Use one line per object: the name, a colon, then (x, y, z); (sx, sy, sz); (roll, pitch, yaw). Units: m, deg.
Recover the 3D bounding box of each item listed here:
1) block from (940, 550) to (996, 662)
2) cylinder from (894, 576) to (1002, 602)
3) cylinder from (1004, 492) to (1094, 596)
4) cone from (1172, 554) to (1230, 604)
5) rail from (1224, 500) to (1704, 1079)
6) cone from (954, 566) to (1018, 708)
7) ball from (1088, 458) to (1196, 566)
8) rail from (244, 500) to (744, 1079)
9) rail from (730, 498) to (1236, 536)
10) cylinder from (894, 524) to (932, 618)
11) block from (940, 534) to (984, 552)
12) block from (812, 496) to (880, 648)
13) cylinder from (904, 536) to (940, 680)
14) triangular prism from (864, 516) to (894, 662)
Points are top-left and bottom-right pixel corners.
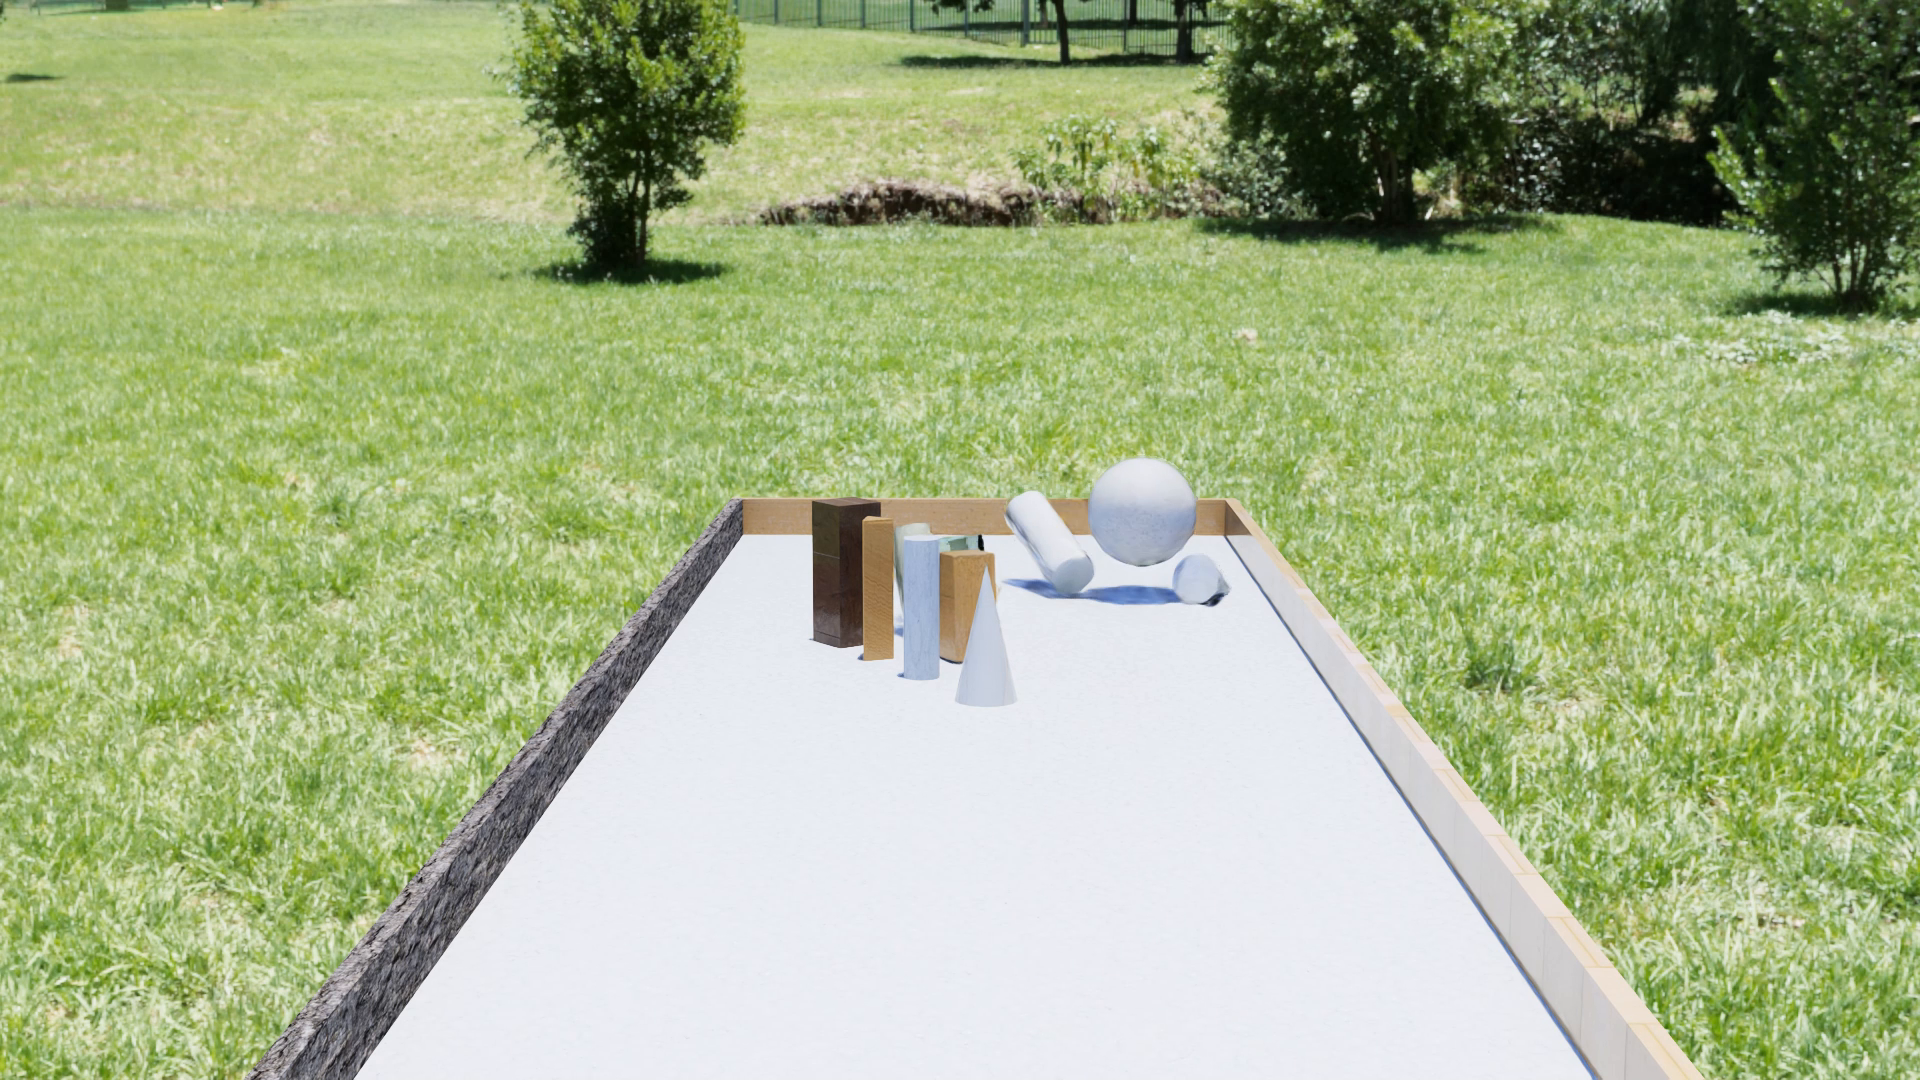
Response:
block: (0.019, 0.199, 6.704); (0.138, 0.321, 0.138); (-4, 6, -23)
cylinder: (-0.040, 0.145, 7.298); (0.338, 0.126, 0.126); (25, 12, 6)
cylinder: (0.319, 0.009, 7.871); (0.170, 0.170, 0.410); (-4, 36, -25)
cone: (0.893, 0.158, 7.737); (0.177, 0.177, 0.311); (6, -6, 31)
rail: (1.046, 0.843, 3.208); (0.050, 0.150, 12.000); (0, 9, 1)
cone: (0.074, 0.257, 6.147); (0.179, 0.389, 0.179); (0, 9, 0)
ball: (0.639, -0.098, 7.716); (0.384, 0.384, 0.384); (0, 9, 0)
rail: (-1.004, 0.839, 3.234); (0.050, 0.150, 12.000); (0, 9, 1)
rail: (0.099, -0.098, 9.147); (2.100, 0.150, 0.050); (0, 9, 1)
cylinder: (-0.136, 0.125, 7.085); (0.142, 0.328, 0.142); (-10, -17, -3)
block: (-0.025, 0.158, 6.904); (0.165, 0.325, 0.165); (-4, 4, 41)
block: (-0.357, 0.101, 6.940); (0.156, 0.449, 0.156); (-7, 11, -36)
cylinder: (-0.112, 0.198, 6.438); (0.107, 0.414, 0.107); (0, 9, 0)
triangular prism: (-0.264, 0.146, 6.707); (0.098, 0.432, 0.085); (-4, 10, -23)
